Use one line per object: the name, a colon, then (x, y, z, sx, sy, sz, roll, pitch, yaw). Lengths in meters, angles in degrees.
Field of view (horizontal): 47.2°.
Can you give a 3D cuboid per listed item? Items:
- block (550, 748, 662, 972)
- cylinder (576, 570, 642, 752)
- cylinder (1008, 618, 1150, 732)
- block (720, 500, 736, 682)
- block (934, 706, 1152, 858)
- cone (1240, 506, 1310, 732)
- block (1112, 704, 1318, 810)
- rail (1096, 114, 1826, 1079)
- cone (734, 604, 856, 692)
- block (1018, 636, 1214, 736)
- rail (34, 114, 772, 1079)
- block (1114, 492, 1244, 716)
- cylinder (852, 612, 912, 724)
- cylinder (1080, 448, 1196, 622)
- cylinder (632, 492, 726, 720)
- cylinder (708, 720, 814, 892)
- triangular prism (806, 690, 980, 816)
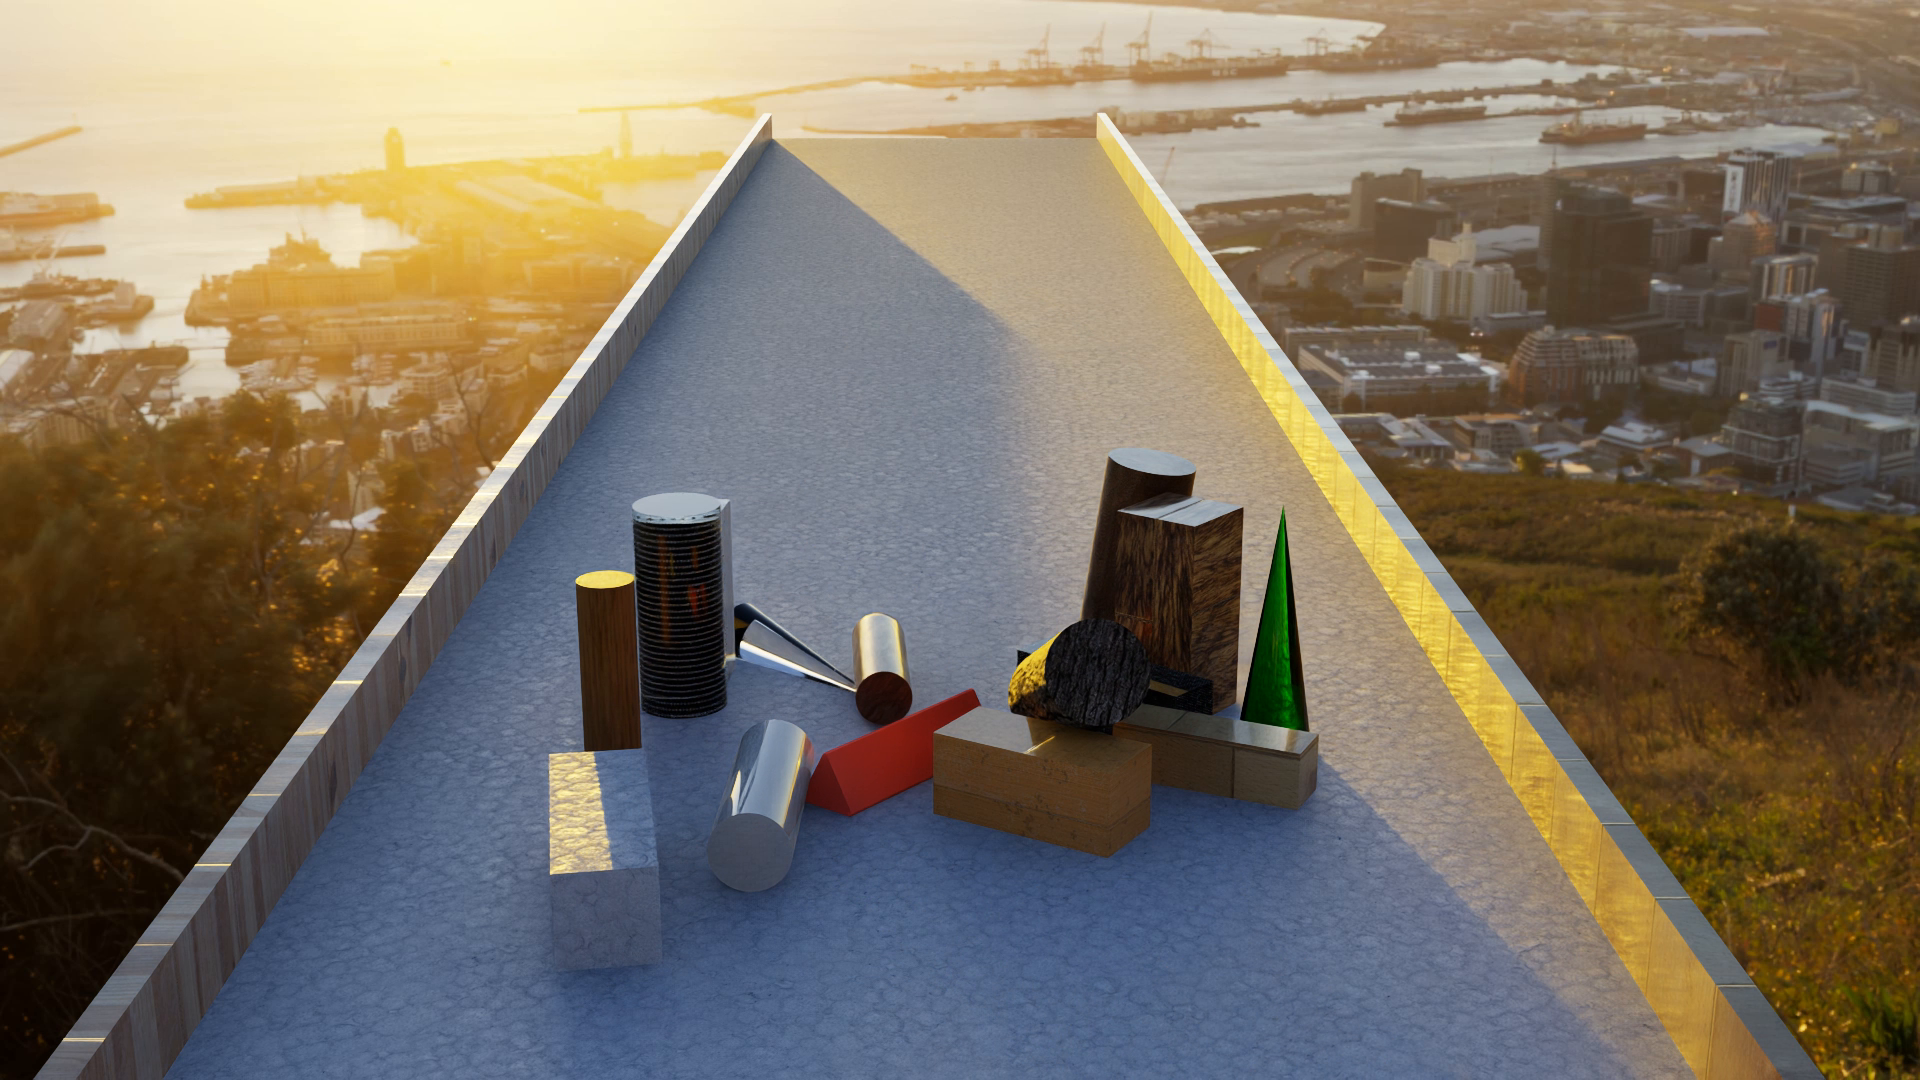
block: (-0.545, 0.478, 3.354, 0.152, 0.152, 0.454, -3, 17, -10)
cylinder: (-0.625, 0.223, 3.916, 0.102, 0.320, 0.102, 0, 17, 0)
cylinder: (0.201, 0.251, 3.804, 0.178, 0.178, 0.384, -2, -10, -8)
block: (-0.514, 0.103, 4.268, 0.122, 0.348, 0.122, 2, 17, 7)
block: (0.135, 0.396, 3.639, 0.332, 0.145, 0.145, 10, 19, 31)
cone: (0.565, 0.154, 3.905, 0.138, 0.457, 0.138, 0, 17, 0)
block: (0.439, 0.371, 3.799, 0.338, 0.102, 0.102, 8, 18, 25)
rail: (0.932, -0.844, 7.801, 0.050, 0.150, 12.000, 0, 17, -1)
cone: (-0.301, 0.243, 4.311, 0.383, 0.114, 0.114, 23, 27, 35)
block: (0.283, 0.284, 4.075, 0.373, 0.112, 0.112, 15, 22, 40)
rail: (-1.118, -0.838, 7.780, 0.050, 0.150, 12.000, 0, 17, -1)
block: (0.408, 0.128, 4.117, 0.169, 0.387, 0.169, 13, 21, 36)
cylinder: (-0.152, 0.243, 4.220, 0.105, 0.105, 0.347, -1, 16, -4)
cylinder: (0.342, 0.044, 4.314, 0.173, 0.416, 0.173, 8, 18, -3)
cylinder: (-0.524, 0.122, 4.124, 0.163, 0.393, 0.163, 0, 17, 0)
cylinder: (-0.319, 0.424, 3.566, 0.132, 0.132, 0.393, 0, 17, 1)
triangular prism: (-0.101, 0.359, 3.838, 0.113, 0.098, 0.398, 12, 21, 37)
